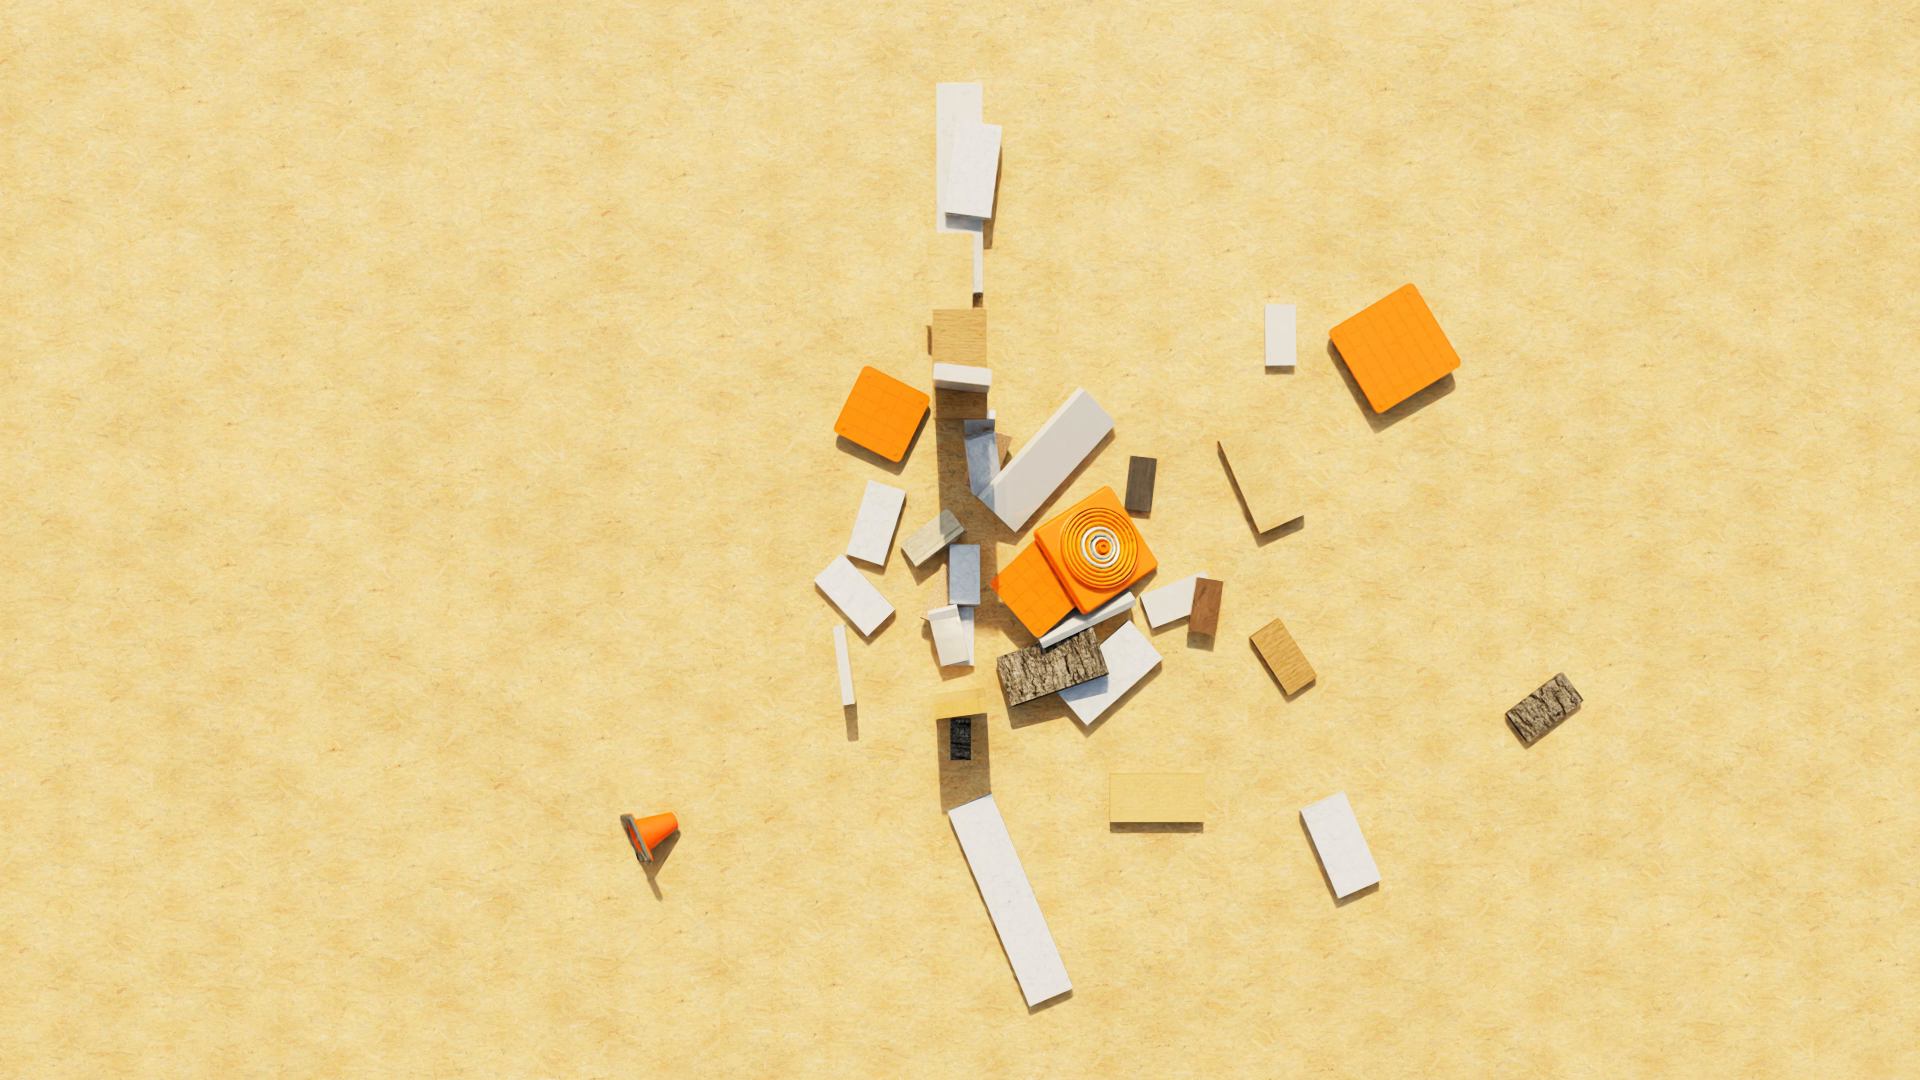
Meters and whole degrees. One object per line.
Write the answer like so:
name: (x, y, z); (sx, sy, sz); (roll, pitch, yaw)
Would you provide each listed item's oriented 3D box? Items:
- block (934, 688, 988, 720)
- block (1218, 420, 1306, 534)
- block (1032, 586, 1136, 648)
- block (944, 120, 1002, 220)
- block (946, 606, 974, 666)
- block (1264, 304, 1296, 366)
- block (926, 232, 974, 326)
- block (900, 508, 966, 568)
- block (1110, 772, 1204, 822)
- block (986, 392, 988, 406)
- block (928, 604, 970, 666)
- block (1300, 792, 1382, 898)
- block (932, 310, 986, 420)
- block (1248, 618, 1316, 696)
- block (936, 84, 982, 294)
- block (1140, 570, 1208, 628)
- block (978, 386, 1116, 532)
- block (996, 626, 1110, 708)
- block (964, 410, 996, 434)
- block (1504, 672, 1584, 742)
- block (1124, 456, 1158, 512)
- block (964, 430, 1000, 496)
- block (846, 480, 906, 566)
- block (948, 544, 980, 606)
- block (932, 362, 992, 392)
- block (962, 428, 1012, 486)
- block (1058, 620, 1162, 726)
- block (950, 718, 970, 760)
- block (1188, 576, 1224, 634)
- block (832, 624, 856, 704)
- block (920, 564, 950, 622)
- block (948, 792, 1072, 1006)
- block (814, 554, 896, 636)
block: (0.002, 0.526, 5.332); (0.168, 0.337, 0.048); (-7, 90, 0)
block: (1.002, -0.209, 5.476); (0.168, 0.048, 0.337); (-24, 90, 0)
block: (0.412, 0.254, 5.446); (0.341, 0.090, 0.025); (-25, 122, -3)
block: (0.044, -1.219, 5.435); (0.152, 0.043, 0.304); (7, 90, 0)
block: (-0.002, 0.319, 5.486); (0.097, 0.028, 0.194); (0, 90, 0)
block: (1.064, -0.680, 5.486); (0.100, 0.028, 0.201); (-1, 90, 0)
block: (-0.034, -0.856, 5.435); (0.152, 0.043, 0.304); (1, 90, 0)
block: (-0.089, -0.006, 5.468); (0.201, 0.028, 0.100); (-37, 68, 0)
block: (0.654, 0.854, 5.478); (0.312, 0.044, 0.156); (0, 90, 0)
block: (0.001, -0.444, 5.331); (0.169, 0.338, 0.048); (1, 90, 0)
block: (-0.037, 0.313, 5.422); (0.097, 0.028, 0.194); (-14, 113, 0)
block: (1.263, 1.011, 5.478); (0.156, 0.044, 0.312); (-23, 90, 0)
block: (-0.001, -0.546, 5.138); (0.169, 0.048, 0.338); (0, 90, 0)
block: (1.075, 0.387, 5.484); (0.115, 0.033, 0.230); (-33, 90, 0)
block: (-0.001, -1.166, 5.478); (0.152, 0.043, 0.691); (0, 90, 0)
block: (0.726, 0.197, 5.484); (0.230, 0.033, 0.115); (-21, 90, 0)
block: (0.288, -0.265, 5.442); (0.494, 0.048, 0.168); (-47, 115, 0)
block: (0.305, 0.416, 5.442); (0.337, 0.048, 0.168); (-20, 77, 5)
block: (0.064, -0.385, 5.399); (0.100, 0.201, 0.028); (0, 79, 0)
block: (1.943, 0.555, 5.484); (0.230, 0.033, 0.115); (-37, 90, 0)
block: (0.600, -0.187, 5.487); (0.090, 0.025, 0.179); (7, 90, 0)
block: (0.076, -0.254, 5.402); (0.100, 0.028, 0.201); (-19, 120, -18)
block: (-0.279, -0.058, 5.482); (0.129, 0.036, 0.257); (17, 90, 0)
block: (0.015, 0.116, 5.456); (0.100, 0.028, 0.201); (1, 75, -5)
block: (0.008, -0.485, 4.945); (0.168, 0.337, 0.048); (7, 91, 0)
block: (0.089, -0.264, 5.438); (0.100, 0.028, 0.201); (14, 106, -32)
block: (0.490, 0.439, 5.476); (0.337, 0.048, 0.168); (-41, 90, 0)
block: (0.002, 0.648, 5.357); (0.067, 0.019, 0.133); (0, 90, 0)
block: (0.812, 0.217, 5.455); (0.090, 0.025, 0.179); (9, 90, 0)
block: (-0.379, 0.408, 5.436); (0.036, 0.129, 0.257); (-8, 90, 0)
block: (-0.050, 0.187, 5.463); (0.097, 0.028, 0.194); (22, 76, 1)
block: (0.168, 1.191, 5.478); (0.156, 0.044, 0.697); (-23, 90, 0)
block: (-0.350, 0.181, 5.482); (0.129, 0.036, 0.257); (-44, 90, 0)
